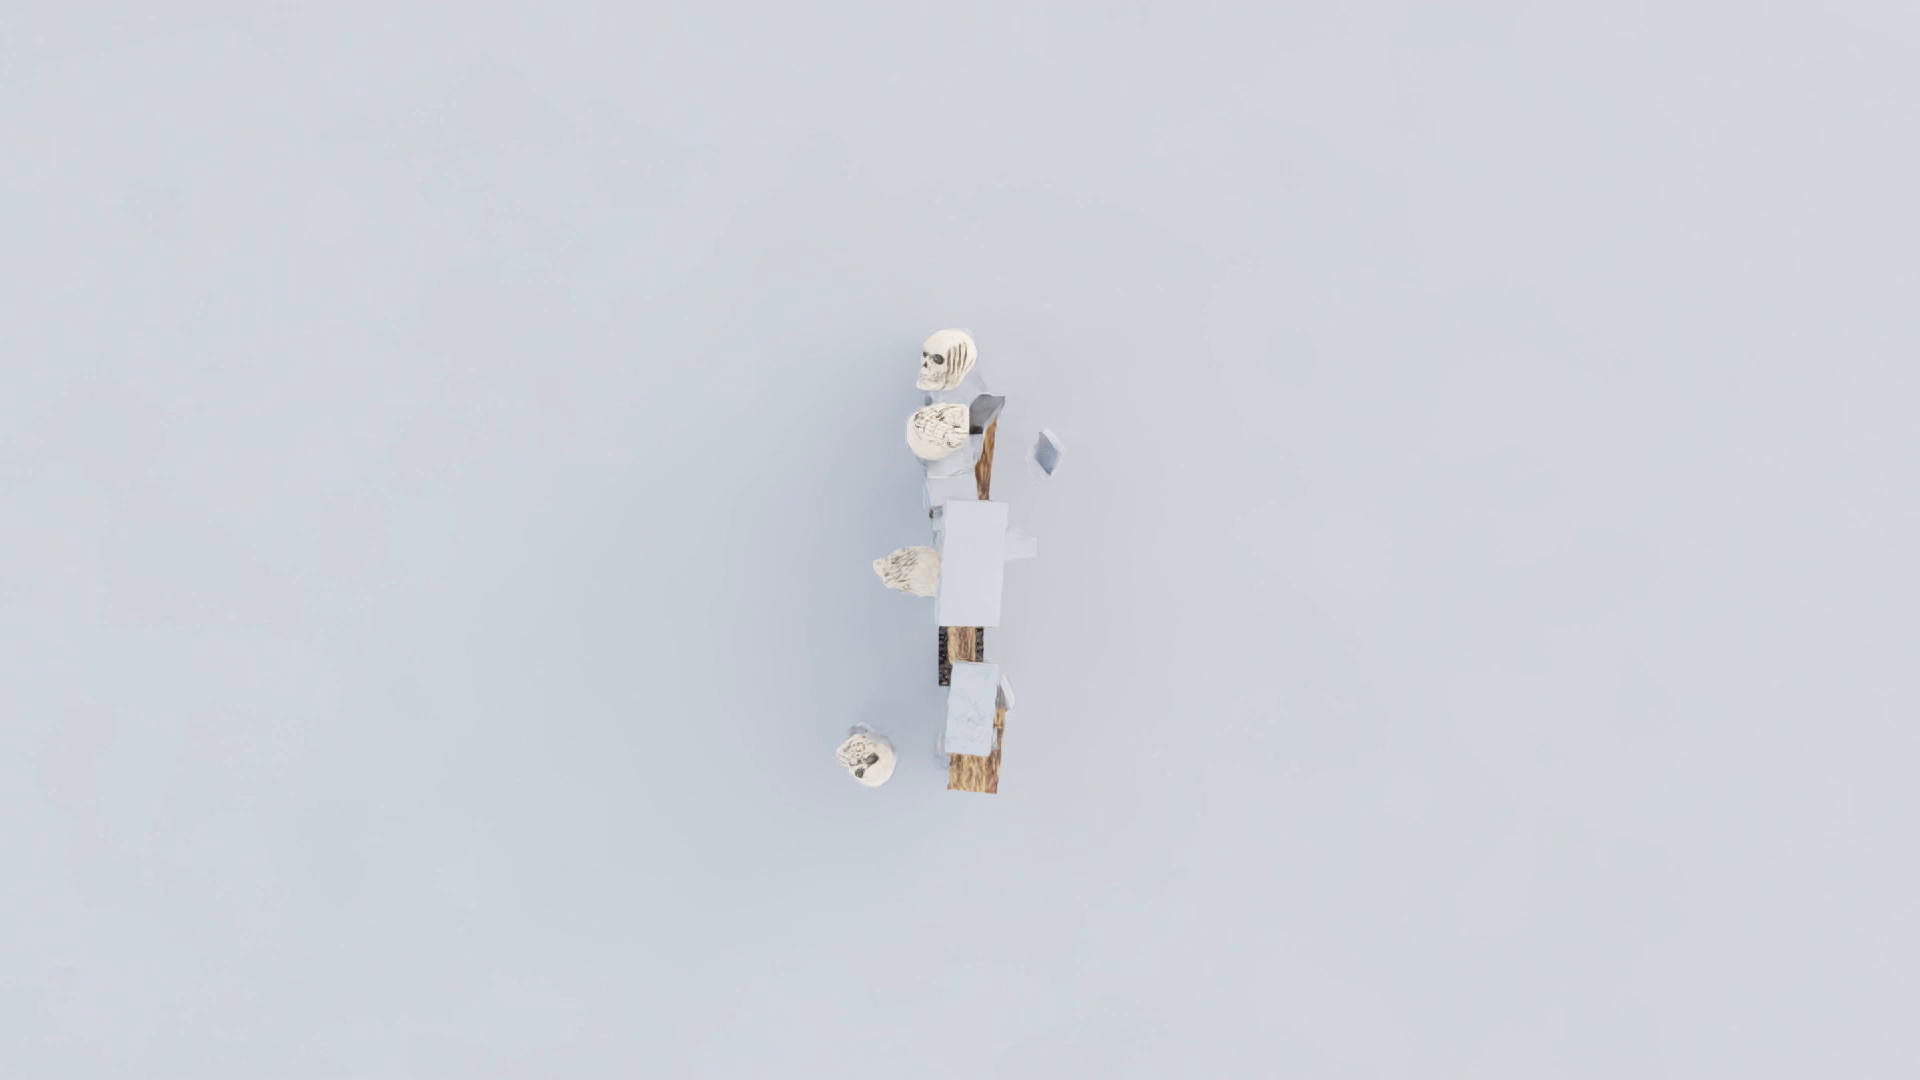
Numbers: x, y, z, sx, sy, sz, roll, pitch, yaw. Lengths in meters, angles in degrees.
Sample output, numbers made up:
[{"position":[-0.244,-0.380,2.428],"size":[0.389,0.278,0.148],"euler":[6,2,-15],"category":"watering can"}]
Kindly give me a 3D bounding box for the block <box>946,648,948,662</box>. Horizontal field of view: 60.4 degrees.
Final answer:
[{"position":[0.001,0.357,5.088],"size":[0.083,0.166,0.023],"euler":[0,80,0],"category":"block"}]

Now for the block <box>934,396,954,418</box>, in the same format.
[{"position":[0.003,-0.336,5.356],"size":[0.176,0.351,0.050],"euler":[0,134,0],"category":"block"}]

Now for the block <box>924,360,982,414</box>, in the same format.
[{"position":[-0.009,-0.473,5.315],"size":[0.204,0.029,0.102],"euler":[40,92,-8],"category":"block"}]

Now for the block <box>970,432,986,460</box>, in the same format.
[{"position":[0.029,-0.309,5.061],"size":[0.087,0.175,0.025],"euler":[3,129,6],"category":"block"}]

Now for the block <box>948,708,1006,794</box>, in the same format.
[{"position":[0.054,0.632,5.153],"size":[0.155,0.044,0.310],"euler":[6,99,-1],"category":"block"}]

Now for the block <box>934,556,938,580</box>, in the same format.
[{"position":[-0.005,0.094,5.349],"size":[0.149,0.298,0.042],"euler":[1,96,0],"category":"block"}]

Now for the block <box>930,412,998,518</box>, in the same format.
[{"position":[0.012,-0.227,5.144],"size":[0.175,0.050,0.351],"euler":[5,66,2],"category":"block"}]

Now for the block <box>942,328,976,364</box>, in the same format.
[{"position":[-0.002,-0.638,5.407],"size":[0.102,0.204,0.029],"euler":[2,124,0],"category":"block"}]

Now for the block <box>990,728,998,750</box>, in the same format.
[{"position":[0.048,0.605,4.991],"size":[0.135,0.269,0.038],"euler":[-1,76,2],"category":"block"}]

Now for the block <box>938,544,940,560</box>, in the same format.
[{"position":[0.004,0.024,5.173],"size":[0.149,0.042,0.298],"euler":[0,95,0],"category":"block"}]

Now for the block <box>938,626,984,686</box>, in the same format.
[{"position":[0.003,0.316,5.192],"size":[0.143,0.040,0.285],"euler":[0,90,0],"category":"block"}]

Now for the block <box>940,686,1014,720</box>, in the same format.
[{"position":[0.051,0.505,5.328],"size":[0.155,0.310,0.044],"euler":[6,102,-18],"category":"block"}]

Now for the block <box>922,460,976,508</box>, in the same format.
[{"position":[-0.028,-0.208,5.023],"size":[0.140,0.281,0.040],"euler":[1,134,8],"category":"block"}]

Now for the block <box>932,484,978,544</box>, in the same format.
[{"position":[-0.012,-0.078,4.940],"size":[0.140,0.281,0.040],"euler":[-3,120,0],"category":"block"}]

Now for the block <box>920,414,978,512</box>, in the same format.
[{"position":[-0.031,-0.232,4.924],"size":[0.140,0.040,0.281],"euler":[-9,70,4],"category":"block"}]

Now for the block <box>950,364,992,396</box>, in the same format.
[{"position":[0.022,-0.515,5.421],"size":[0.102,0.029,0.204],"euler":[-33,51,5],"category":"block"}]

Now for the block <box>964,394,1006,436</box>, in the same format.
[{"position":[0.064,-0.392,5.137],"size":[0.087,0.342,0.025],"euler":[6,112,12],"category":"block"}]

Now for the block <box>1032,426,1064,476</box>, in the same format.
[{"position":[0.272,-0.270,5.066],"size":[0.025,0.175,0.087],"euler":[-33,74,-19],"category":"block"}]

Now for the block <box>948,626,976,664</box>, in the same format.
[{"position":[0.005,0.293,4.991],"size":[0.083,0.023,0.166],"euler":[1,90,-2],"category":"block"}]

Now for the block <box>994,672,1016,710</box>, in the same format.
[{"position":[0.080,0.445,4.965],"size":[0.135,0.269,0.038],"euler":[10,70,13],"category":"block"}]

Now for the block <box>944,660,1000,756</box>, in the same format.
[{"position":[0.034,0.492,4.819],"size":[0.135,0.038,0.269],"euler":[6,100,1],"category":"block"}]

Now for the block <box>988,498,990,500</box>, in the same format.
[{"position":[0.003,-0.188,5.323],"size":[0.175,0.351,0.050],"euler":[0,103,0],"category":"block"}]

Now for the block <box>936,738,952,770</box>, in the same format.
[{"position":[0.000,0.693,5.344],"size":[0.155,0.310,0.044],"euler":[0,94,0],"category":"block"}]

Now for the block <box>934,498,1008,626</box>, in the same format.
[{"position":[0.033,0.066,4.736],"size":[0.180,0.051,0.359],"euler":[2,97,-15],"category":"block"}]

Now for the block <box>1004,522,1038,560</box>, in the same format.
[{"position":[0.095,0.004,4.959],"size":[0.180,0.359,0.051],"euler":[-7,101,-13],"category":"block"}]
